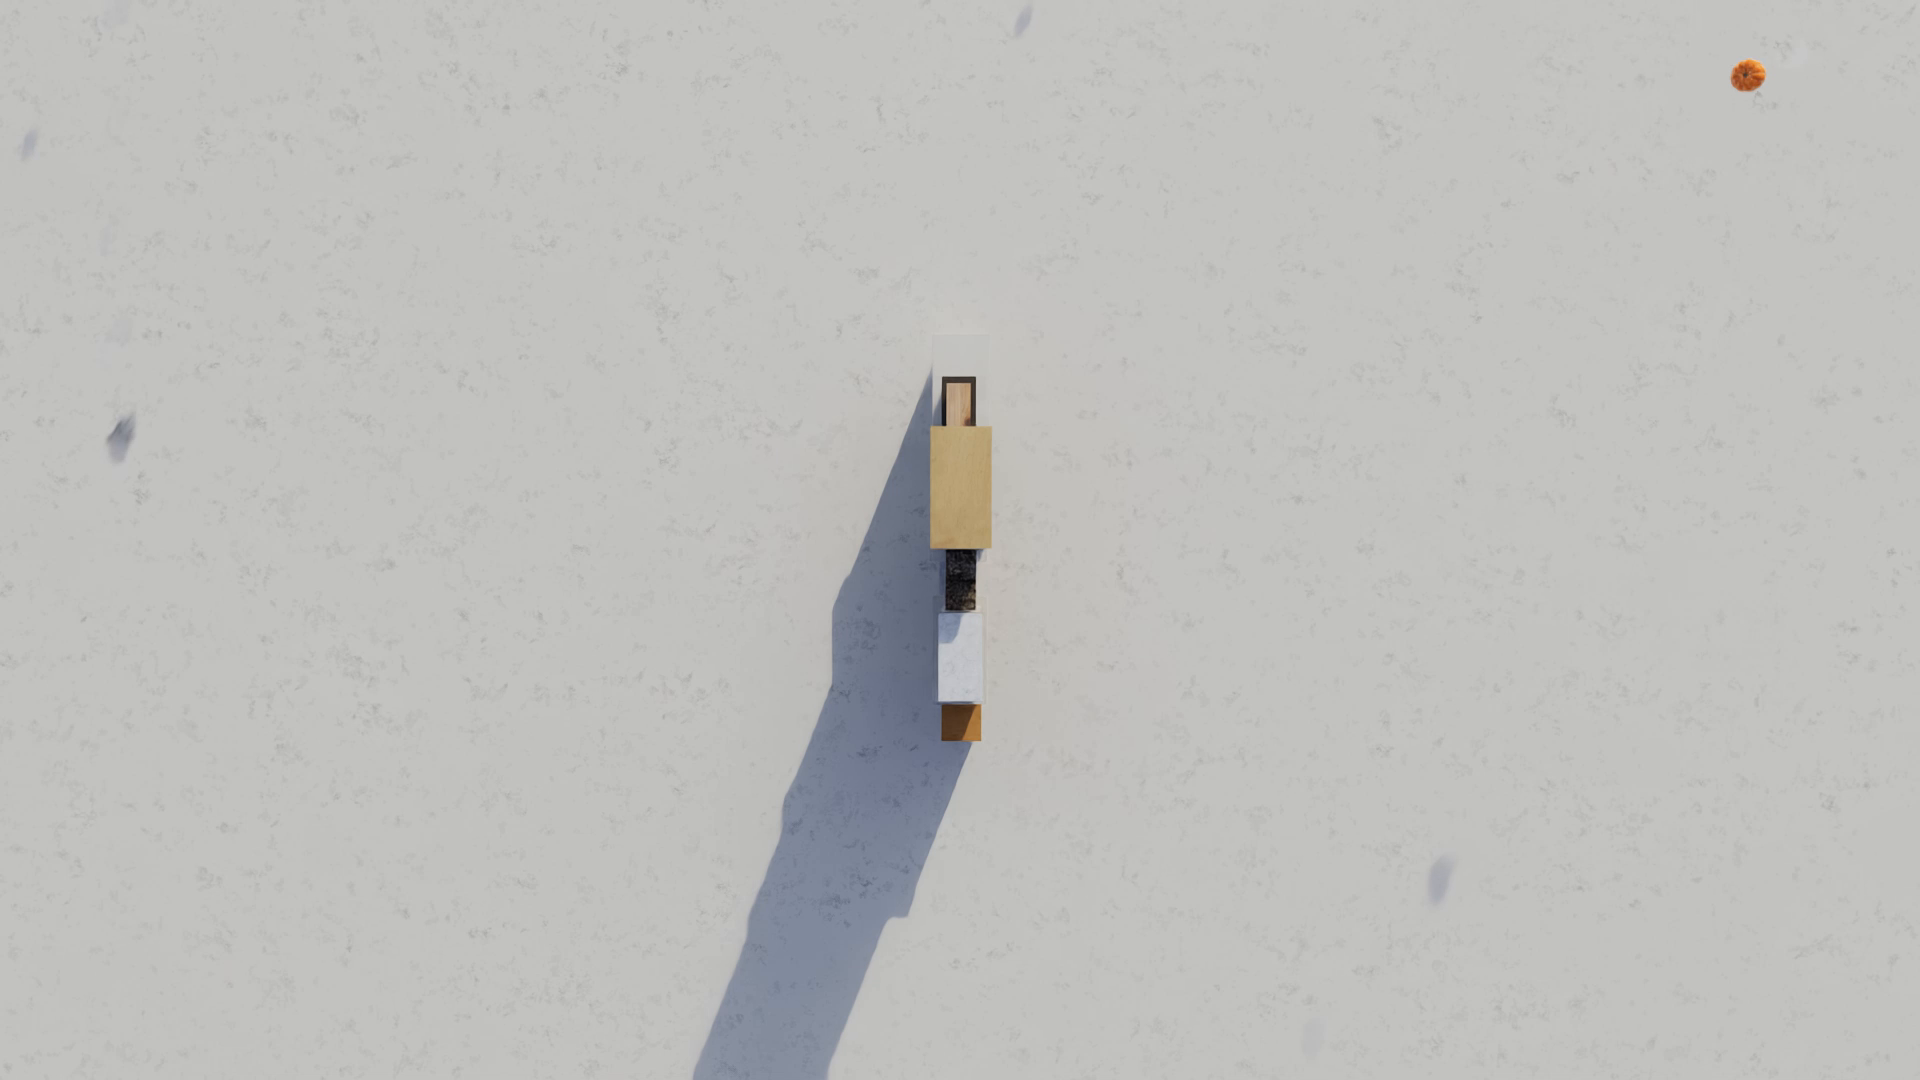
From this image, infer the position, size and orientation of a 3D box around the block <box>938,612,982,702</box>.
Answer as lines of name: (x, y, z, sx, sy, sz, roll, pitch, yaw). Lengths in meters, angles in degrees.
block: (0.001, 0.325, 4.586, 0.122, 0.035, 0.245, 0, 90, 0)

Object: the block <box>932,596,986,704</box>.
block: (-0.002, 0.324, 4.871, 0.159, 0.045, 0.318, 0, 90, 0)

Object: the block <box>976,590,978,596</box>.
block: (-0.005, 0.180, 5.380, 0.120, 0.240, 0.034, 0, 90, 0)

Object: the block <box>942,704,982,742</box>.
block: (0.004, 0.509, 5.229, 0.126, 0.036, 0.253, 0, 90, 0)

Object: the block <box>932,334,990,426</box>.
block: (0.004, -0.460, 5.124, 0.175, 0.050, 0.351, 0, 90, 0)

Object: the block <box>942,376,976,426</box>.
block: (-0.003, -0.382, 4.882, 0.101, 0.029, 0.203, 0, 90, 0)

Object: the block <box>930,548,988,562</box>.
block: (-0.004, -0.106, 4.847, 0.169, 0.048, 0.338, 0, 90, 0)

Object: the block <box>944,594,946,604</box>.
block: (-0.001, 0.170, 4.751, 0.085, 0.196, 0.024, -1, 90, 0)

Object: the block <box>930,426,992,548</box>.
block: (0.003, -0.142, 4.470, 0.165, 0.047, 0.329, 0, 90, 0)

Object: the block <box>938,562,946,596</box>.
block: (-0.008, 0.100, 5.243, 0.120, 0.034, 0.240, 1, 90, 0)

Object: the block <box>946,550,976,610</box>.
block: (0.002, 0.113, 4.641, 0.085, 0.024, 0.170, 1, 90, 0)

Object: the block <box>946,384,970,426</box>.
block: (-0.004, -0.380, 4.723, 0.068, 0.019, 0.136, 0, 90, 0)
